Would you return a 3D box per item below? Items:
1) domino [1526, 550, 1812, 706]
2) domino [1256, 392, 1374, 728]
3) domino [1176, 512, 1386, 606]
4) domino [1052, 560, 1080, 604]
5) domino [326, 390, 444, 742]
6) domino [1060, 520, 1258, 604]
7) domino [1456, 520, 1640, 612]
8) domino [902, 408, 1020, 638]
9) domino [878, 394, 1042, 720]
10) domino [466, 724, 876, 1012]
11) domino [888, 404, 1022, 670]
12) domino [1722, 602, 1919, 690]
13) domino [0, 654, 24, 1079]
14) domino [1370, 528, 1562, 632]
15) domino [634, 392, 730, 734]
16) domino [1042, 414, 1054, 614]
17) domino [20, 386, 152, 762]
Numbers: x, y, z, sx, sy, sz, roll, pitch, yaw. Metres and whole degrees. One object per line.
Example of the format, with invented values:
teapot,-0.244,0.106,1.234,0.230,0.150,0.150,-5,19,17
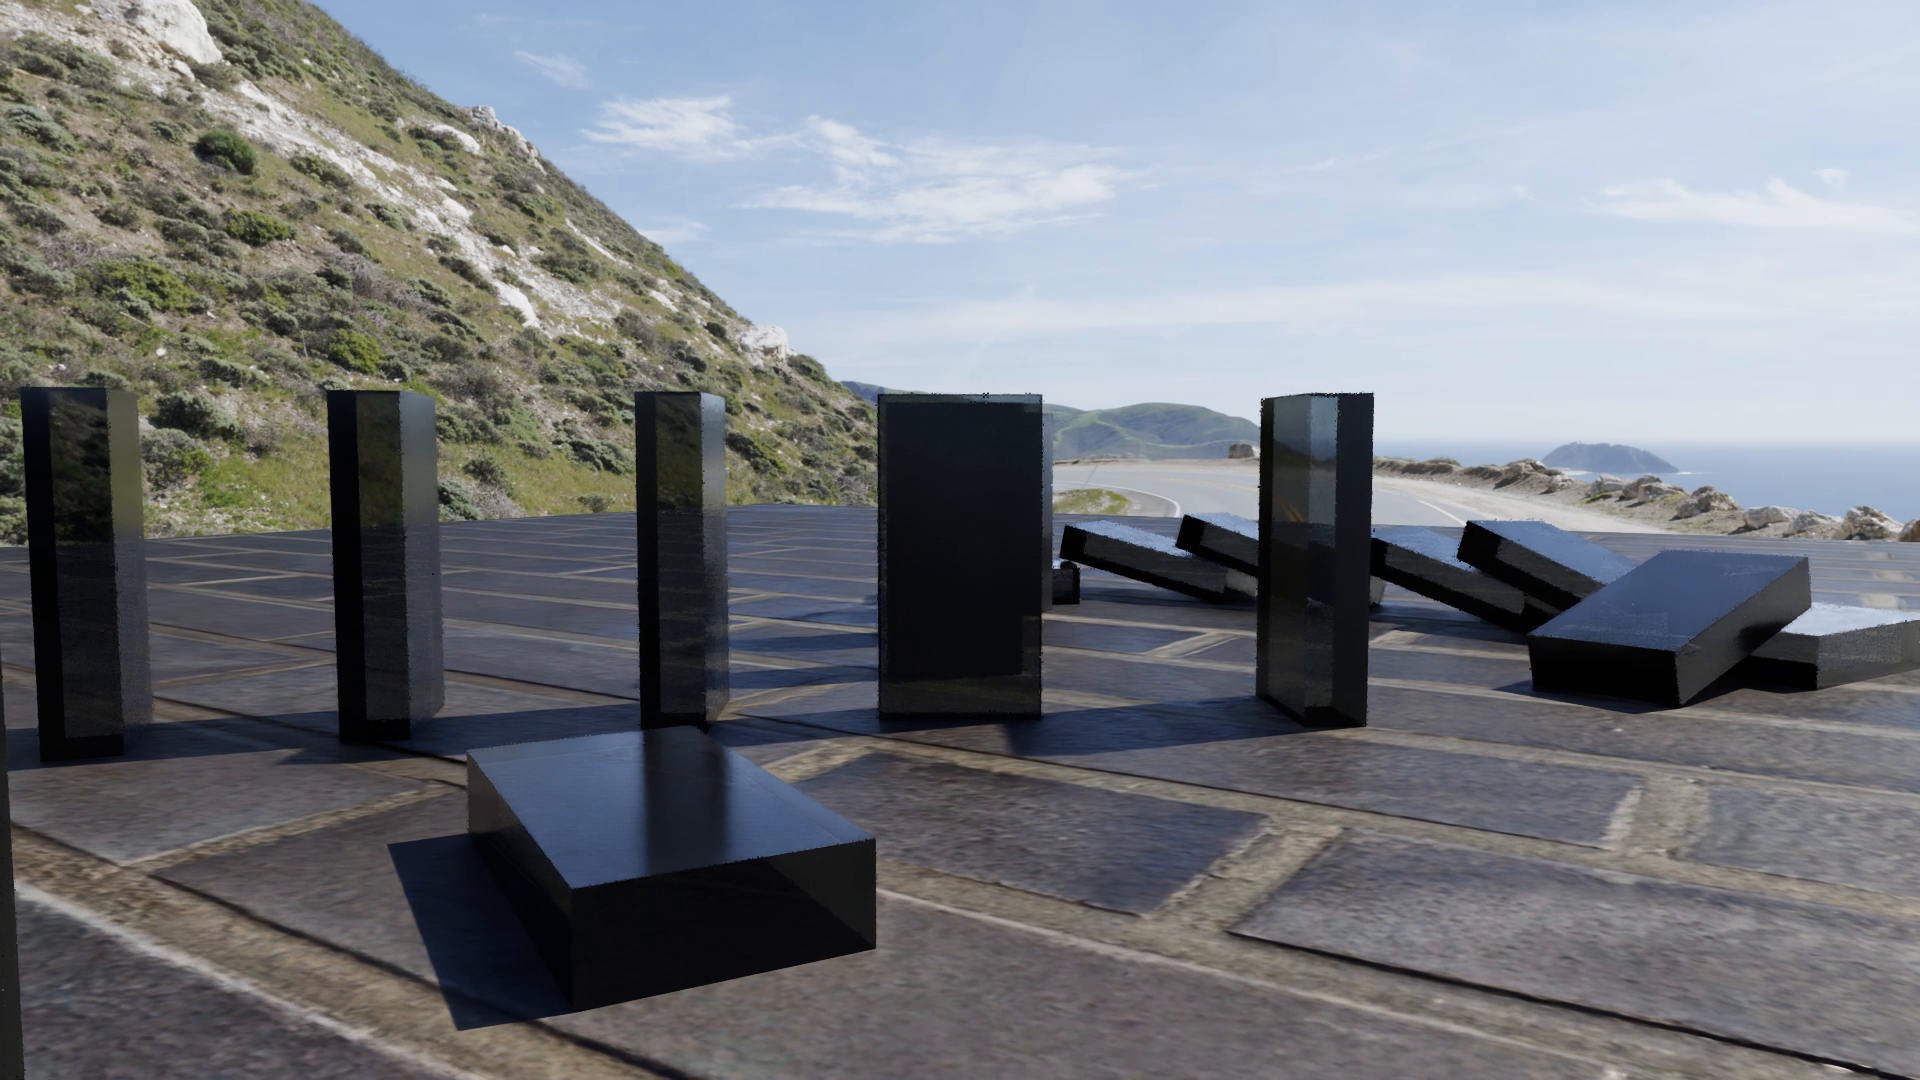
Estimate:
domino,0.127,0.014,0.229,0.050,0.009,0.025,-20,14,-33
domino,0.056,0.002,0.204,0.009,0.050,0.025,0,4,-4
domino,0.087,0.005,0.346,0.050,0.009,0.025,23,16,35
domino,0.006,0.011,0.352,0.050,0.009,0.025,0,4,-2
domino,-0.086,0.003,0.194,0.010,0.050,0.025,-1,4,-11
domino,0.056,0.006,0.362,0.050,0.009,0.025,17,13,32
domino,0.140,0.009,0.288,0.025,0.010,0.050,0,21,-26
domino,0.000,-0.004,0.285,0.025,0.050,0.009,1,4,7
domino,0.000,0.002,0.201,0.025,0.050,0.010,0,4,0
domino,-0.030,0.029,0.124,0.025,0.010,0.050,-2,5,-29
domino,-0.001,-0.001,0.244,0.025,0.050,0.009,0,4,-1
domino,0.162,0.019,0.245,0.050,0.009,0.025,-3,5,-32
domino,-0.049,0.014,0.047,0.010,0.050,0.025,0,4,2
domino,0.124,0.009,0.316,0.025,0.010,0.050,-3,18,-31
domino,-0.043,0.003,0.199,0.010,0.050,0.025,0,4,-3
domino,0.010,-0.007,0.328,0.025,0.050,0.009,2,5,22
domino,-0.124,0.004,0.183,0.010,0.050,0.025,-2,5,-24
